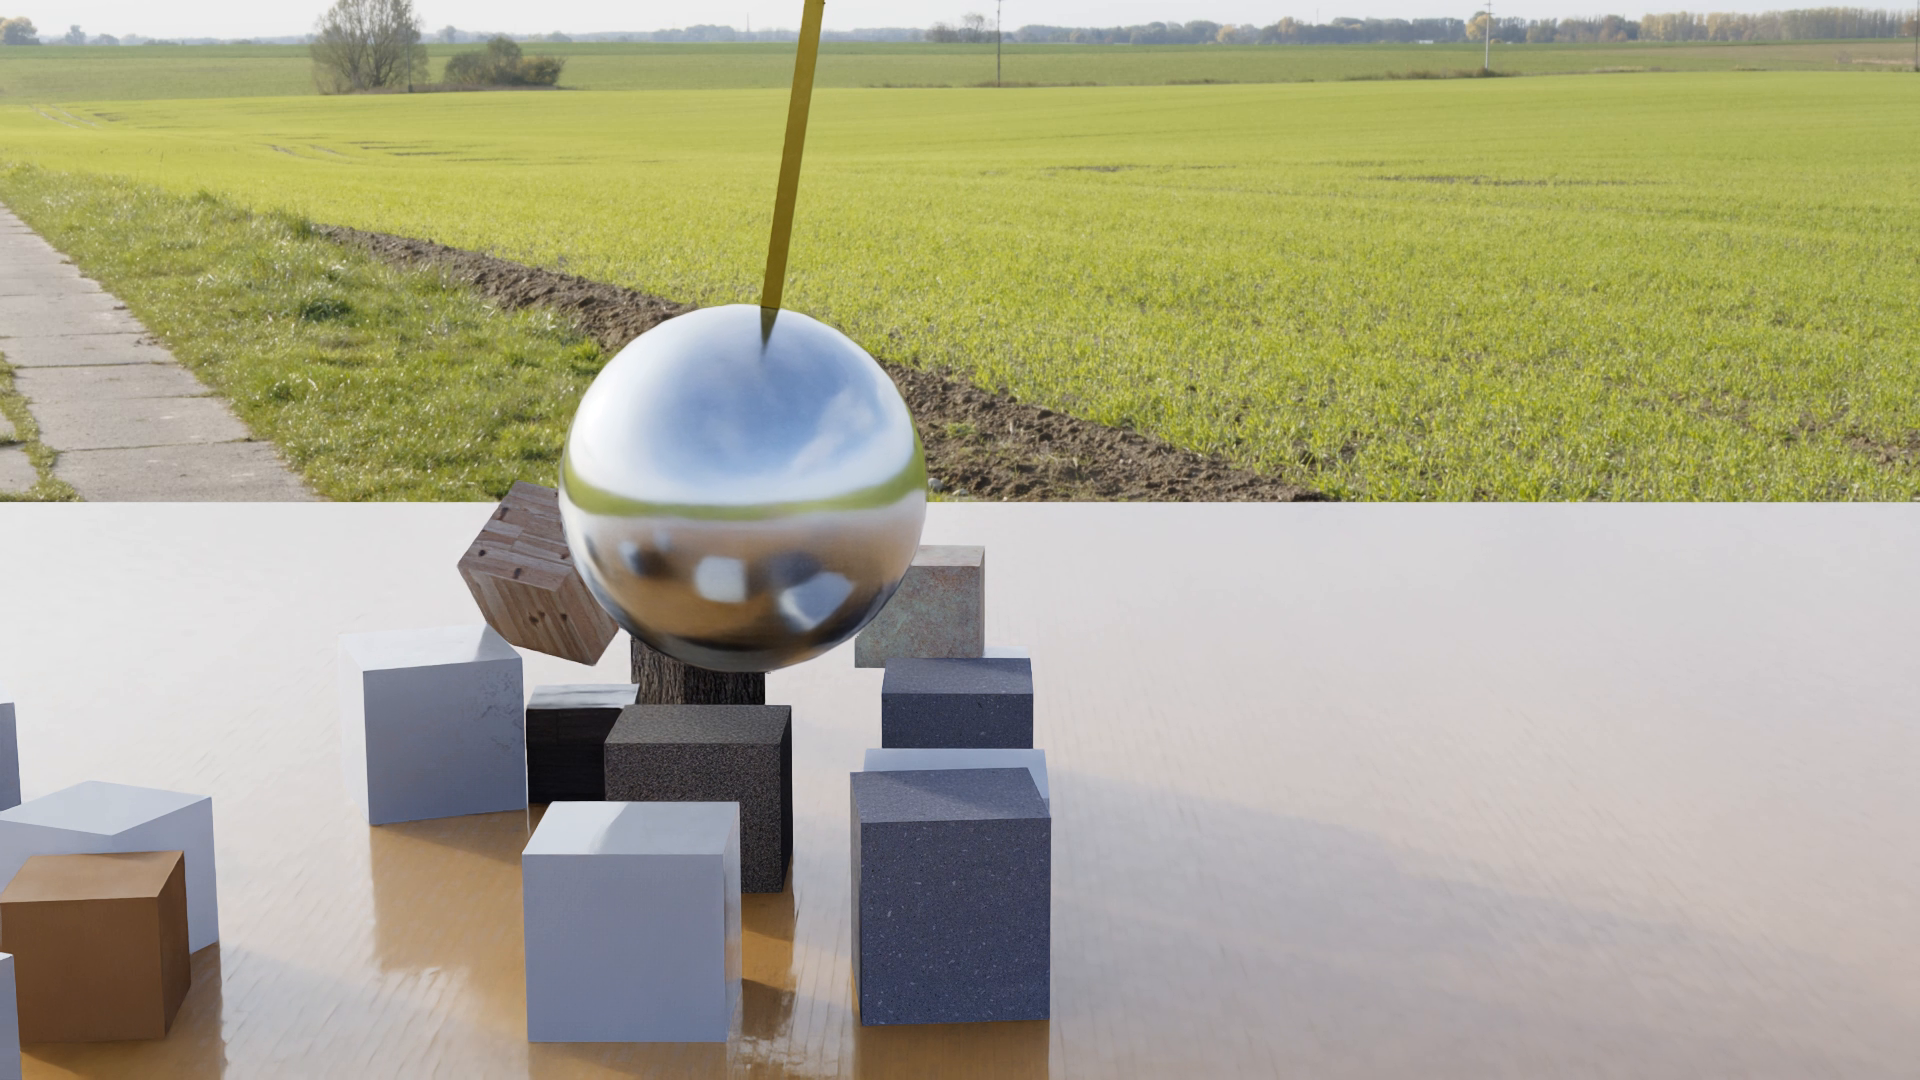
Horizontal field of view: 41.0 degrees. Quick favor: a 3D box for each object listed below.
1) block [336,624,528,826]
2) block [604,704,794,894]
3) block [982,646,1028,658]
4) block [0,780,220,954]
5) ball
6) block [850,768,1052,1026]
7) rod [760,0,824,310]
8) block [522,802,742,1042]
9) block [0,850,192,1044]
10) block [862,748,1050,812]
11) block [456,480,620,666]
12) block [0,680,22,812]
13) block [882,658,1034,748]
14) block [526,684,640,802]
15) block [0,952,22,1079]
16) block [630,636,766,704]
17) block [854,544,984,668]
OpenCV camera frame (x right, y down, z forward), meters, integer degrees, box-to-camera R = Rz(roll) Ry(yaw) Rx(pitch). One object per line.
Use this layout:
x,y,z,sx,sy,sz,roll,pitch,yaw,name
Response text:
-2.600,0.886,12.593,0.755,0.751,0.844,-4,11,-21,block
-1.149,1.141,11.415,0.757,0.670,0.682,0,10,1,block
0.014,0.913,12.830,0.660,0.614,0.739,0,10,0,block
-3.444,1.369,10.325,0.629,0.612,0.592,4,11,22,block
-0.938,-0.222,11.140,1.600,1.600,1.600,0,10,0,ball
-0.048,1.359,9.891,0.706,0.787,0.705,-1,10,-6,block
-0.406,-3.526,10.539,0.080,5.200,0.080,9,10,-2,rod
-1.222,1.430,9.695,0.729,0.717,0.682,0,10,0,block
-3.251,1.525,9.659,0.573,0.544,0.574,-1,10,-7,block
-0.022,1.284,10.667,0.763,0.656,0.760,0,10,0,block
-2.048,0.168,12.994,0.609,0.603,0.591,13,54,25,block
-4.865,1.021,12.430,0.516,0.544,0.513,-5,11,-26,block
-0.009,0.990,12.096,0.694,0.725,0.727,0,10,0,block
-1.860,1.003,12.730,0.519,0.472,0.496,-1,10,-3,block
-3.575,1.702,8.613,0.591,0.570,0.516,5,11,25,block
-1.442,0.715,14.119,0.541,0.542,0.507,-9,14,-41,block
-0.197,0.329,12.874,0.617,0.518,0.559,1,10,3,block
